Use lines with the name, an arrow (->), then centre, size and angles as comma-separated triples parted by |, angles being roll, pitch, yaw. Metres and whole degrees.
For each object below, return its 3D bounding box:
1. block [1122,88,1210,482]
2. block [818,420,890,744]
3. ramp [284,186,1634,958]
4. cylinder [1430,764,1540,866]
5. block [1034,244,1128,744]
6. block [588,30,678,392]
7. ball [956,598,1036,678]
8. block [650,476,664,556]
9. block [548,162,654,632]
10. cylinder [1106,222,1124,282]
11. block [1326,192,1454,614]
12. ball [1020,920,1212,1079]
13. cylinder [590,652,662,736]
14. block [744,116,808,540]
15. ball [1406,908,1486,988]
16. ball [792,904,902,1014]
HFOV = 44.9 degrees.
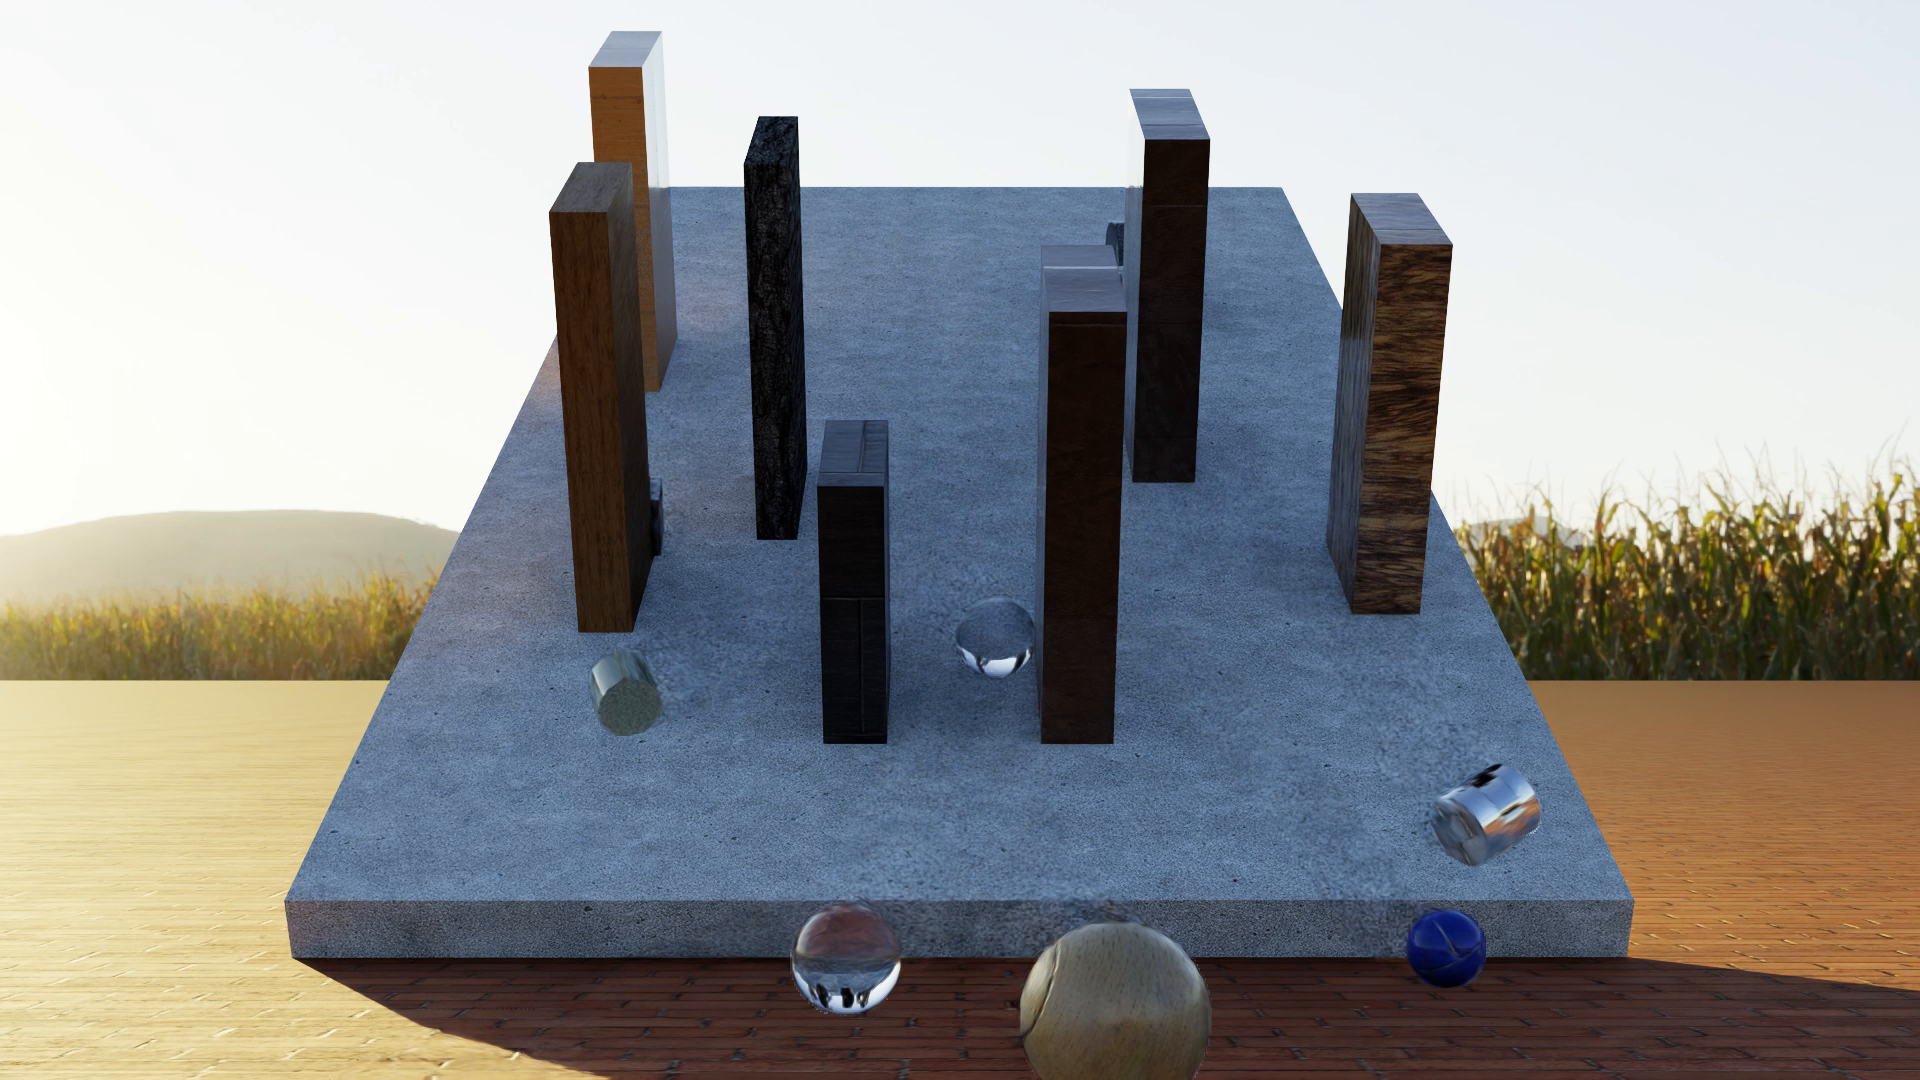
block -> 0.432, -0.551, 4.984 | 0.132, 0.740, 0.449 | 0, 24, 0
block -> -0.175, 0.068, 3.919 | 0.106, 0.465, 0.295 | 0, 24, 0
ramp -> -0.008, -0.228, 5.290 | 2.000, 0.100, 4.000 | 0, 24, 0
cylinder -> 0.800, 0.419, 3.539 | 0.115, 0.115, 0.115 | -26, 9, -27
block -> 0.196, -0.077, 3.889 | 0.120, 0.756, 0.357 | 0, 24, 0
block -> -0.762, -0.774, 5.456 | 0.120, 0.762, 0.391 | 0, 24, 0
ball -> 0.064, 0.172, 4.084 | 0.142, 0.142, 0.142 | 0, -3, 0
block -> -0.651, -0.046, 4.603 | 0.119, 0.119, 0.119 | -1, 24, -3
block -> -0.650, -0.261, 4.255 | 0.099, 0.793, 0.337 | 0, 24, 0
cylinder -> 0.487, -0.759, 6.161 | 0.172, 0.172, 0.172 | -3, -3, -8
block -> 0.796, -0.256, 4.348 | 0.126, 0.715, 0.337 | 0, 24, 0
ball -> 0.150, 0.461, 2.247 | 0.185, 0.185, 0.185 | 0, -3, 0
cylinder -> -0.565, 0.260, 3.927 | 0.105, 0.105, 0.105 | 1, 22, -19
block -> -0.367, -0.428, 4.670 | 0.080, 0.766, 0.384 | 0, 24, 0
ball -> 0.658, 0.553, 3.149 | 0.105, 0.105, 0.105 | 0, -3, 0
ball -> -0.142, 0.523, 2.902 | 0.137, 0.137, 0.137 | 0, -3, 0
